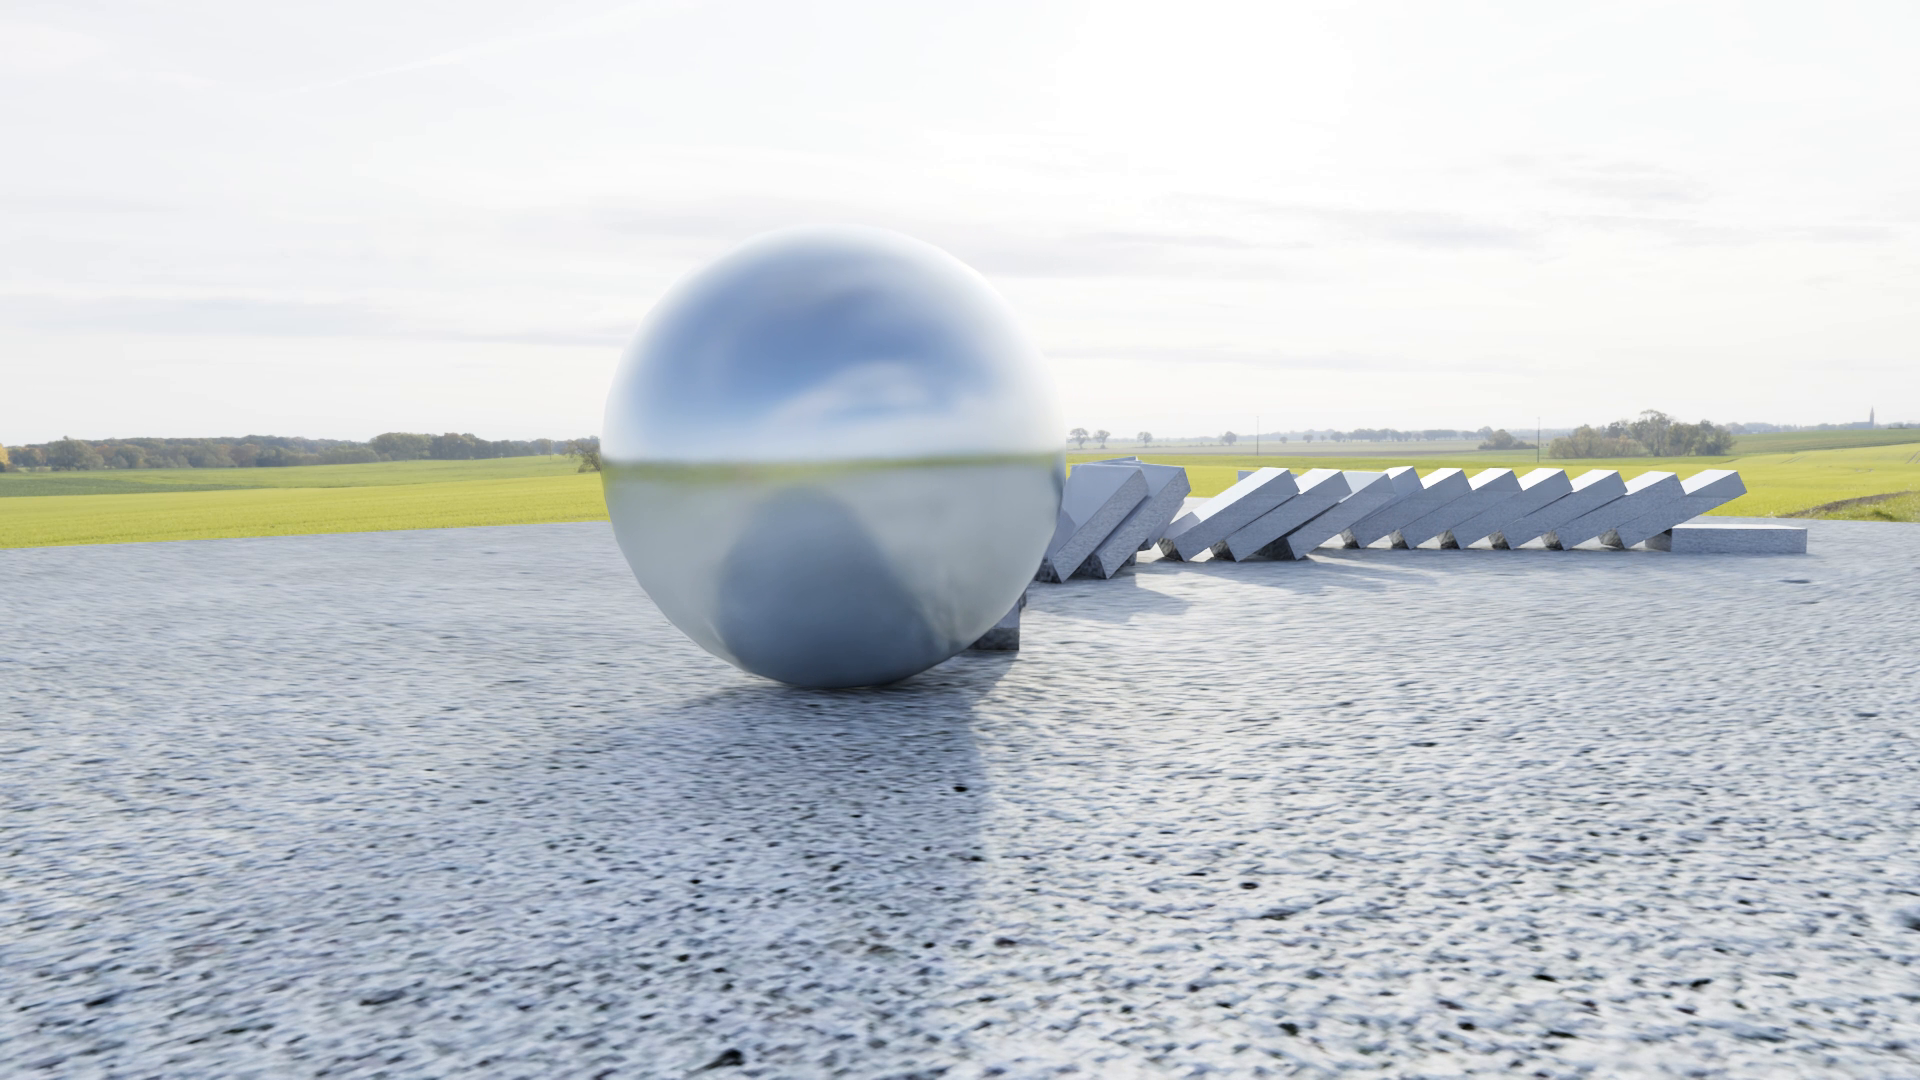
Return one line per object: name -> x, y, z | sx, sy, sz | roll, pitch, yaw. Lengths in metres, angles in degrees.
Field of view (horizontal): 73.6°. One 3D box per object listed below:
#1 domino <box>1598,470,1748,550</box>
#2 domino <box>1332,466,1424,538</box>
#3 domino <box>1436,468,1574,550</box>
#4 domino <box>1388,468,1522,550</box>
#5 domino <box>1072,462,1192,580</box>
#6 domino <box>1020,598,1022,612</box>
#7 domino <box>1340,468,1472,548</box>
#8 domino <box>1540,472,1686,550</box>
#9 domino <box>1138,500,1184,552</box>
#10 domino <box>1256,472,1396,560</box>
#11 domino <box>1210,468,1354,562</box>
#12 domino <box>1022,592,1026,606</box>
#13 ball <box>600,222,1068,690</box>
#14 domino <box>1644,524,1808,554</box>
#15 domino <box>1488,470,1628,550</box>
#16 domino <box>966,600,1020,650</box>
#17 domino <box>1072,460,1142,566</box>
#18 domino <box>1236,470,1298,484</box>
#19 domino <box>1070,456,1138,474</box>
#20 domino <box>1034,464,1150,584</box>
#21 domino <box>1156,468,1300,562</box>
domino -> 0.285, -0.013, 0.516 | 0.050, 0.009, 0.025 | -27, 1, 8
domino -> 0.163, -0.014, 0.531 | 0.050, 0.010, 0.025 | -29, 2, -1
domino -> 0.221, -0.013, 0.525 | 0.050, 0.010, 0.025 | -28, 2, 4
domino -> 0.202, -0.013, 0.527 | 0.050, 0.010, 0.025 | -28, 2, 5
domino -> 0.052, -0.007, 0.422 | 0.025, 0.010, 0.050 | 9, 42, 45
domino -> 0.004, -0.005, 0.334 | 0.025, 0.050, 0.009 | 0, -33, 2
domino -> 0.182, -0.013, 0.528 | 0.050, 0.009, 0.025 | -28, 2, 4
domino -> 0.262, -0.012, 0.519 | 0.050, 0.010, 0.025 | -27, 1, 9
domino -> 0.066, -0.008, 0.488 | 0.025, 0.009, 0.050 | -9, 17, 28
domino -> 0.137, -0.010, 0.486 | 0.050, 0.010, 0.025 | -31, 14, -16
domino -> 0.117, -0.010, 0.475 | 0.050, 0.010, 0.025 | -30, 8, -5
domino -> 0.005, -0.006, 0.346 | 0.025, 0.050, 0.010 | 0, -35, 2
ball -> -0.021, -0.014, 0.223 | 0.080, 0.080, 0.080 | 0, 4, 0
domino -> 0.306, -0.001, 0.515 | 0.050, 0.009, 0.025 | 0, 4, 6
domino -> 0.242, -0.013, 0.523 | 0.050, 0.010, 0.025 | -28, 1, 7
domino -> 0.000, -0.001, 0.274 | 0.025, 0.050, 0.009 | 0, -33, 2
domino -> 0.050, -0.009, 0.447 | 0.025, 0.010, 0.050 | -3, 36, 15
domino -> 0.126, -0.012, 0.522 | 0.025, 0.010, 0.050 | 4, 30, 9
domino -> 0.052, -0.012, 0.468 | 0.025, 0.009, 0.050 | -7, 35, 15
domino -> 0.036, -0.006, 0.411 | 0.025, 0.010, 0.050 | 6, 40, 46
domino -> 0.098, -0.010, 0.474 | 0.050, 0.010, 0.025 | -31, 8, -4
